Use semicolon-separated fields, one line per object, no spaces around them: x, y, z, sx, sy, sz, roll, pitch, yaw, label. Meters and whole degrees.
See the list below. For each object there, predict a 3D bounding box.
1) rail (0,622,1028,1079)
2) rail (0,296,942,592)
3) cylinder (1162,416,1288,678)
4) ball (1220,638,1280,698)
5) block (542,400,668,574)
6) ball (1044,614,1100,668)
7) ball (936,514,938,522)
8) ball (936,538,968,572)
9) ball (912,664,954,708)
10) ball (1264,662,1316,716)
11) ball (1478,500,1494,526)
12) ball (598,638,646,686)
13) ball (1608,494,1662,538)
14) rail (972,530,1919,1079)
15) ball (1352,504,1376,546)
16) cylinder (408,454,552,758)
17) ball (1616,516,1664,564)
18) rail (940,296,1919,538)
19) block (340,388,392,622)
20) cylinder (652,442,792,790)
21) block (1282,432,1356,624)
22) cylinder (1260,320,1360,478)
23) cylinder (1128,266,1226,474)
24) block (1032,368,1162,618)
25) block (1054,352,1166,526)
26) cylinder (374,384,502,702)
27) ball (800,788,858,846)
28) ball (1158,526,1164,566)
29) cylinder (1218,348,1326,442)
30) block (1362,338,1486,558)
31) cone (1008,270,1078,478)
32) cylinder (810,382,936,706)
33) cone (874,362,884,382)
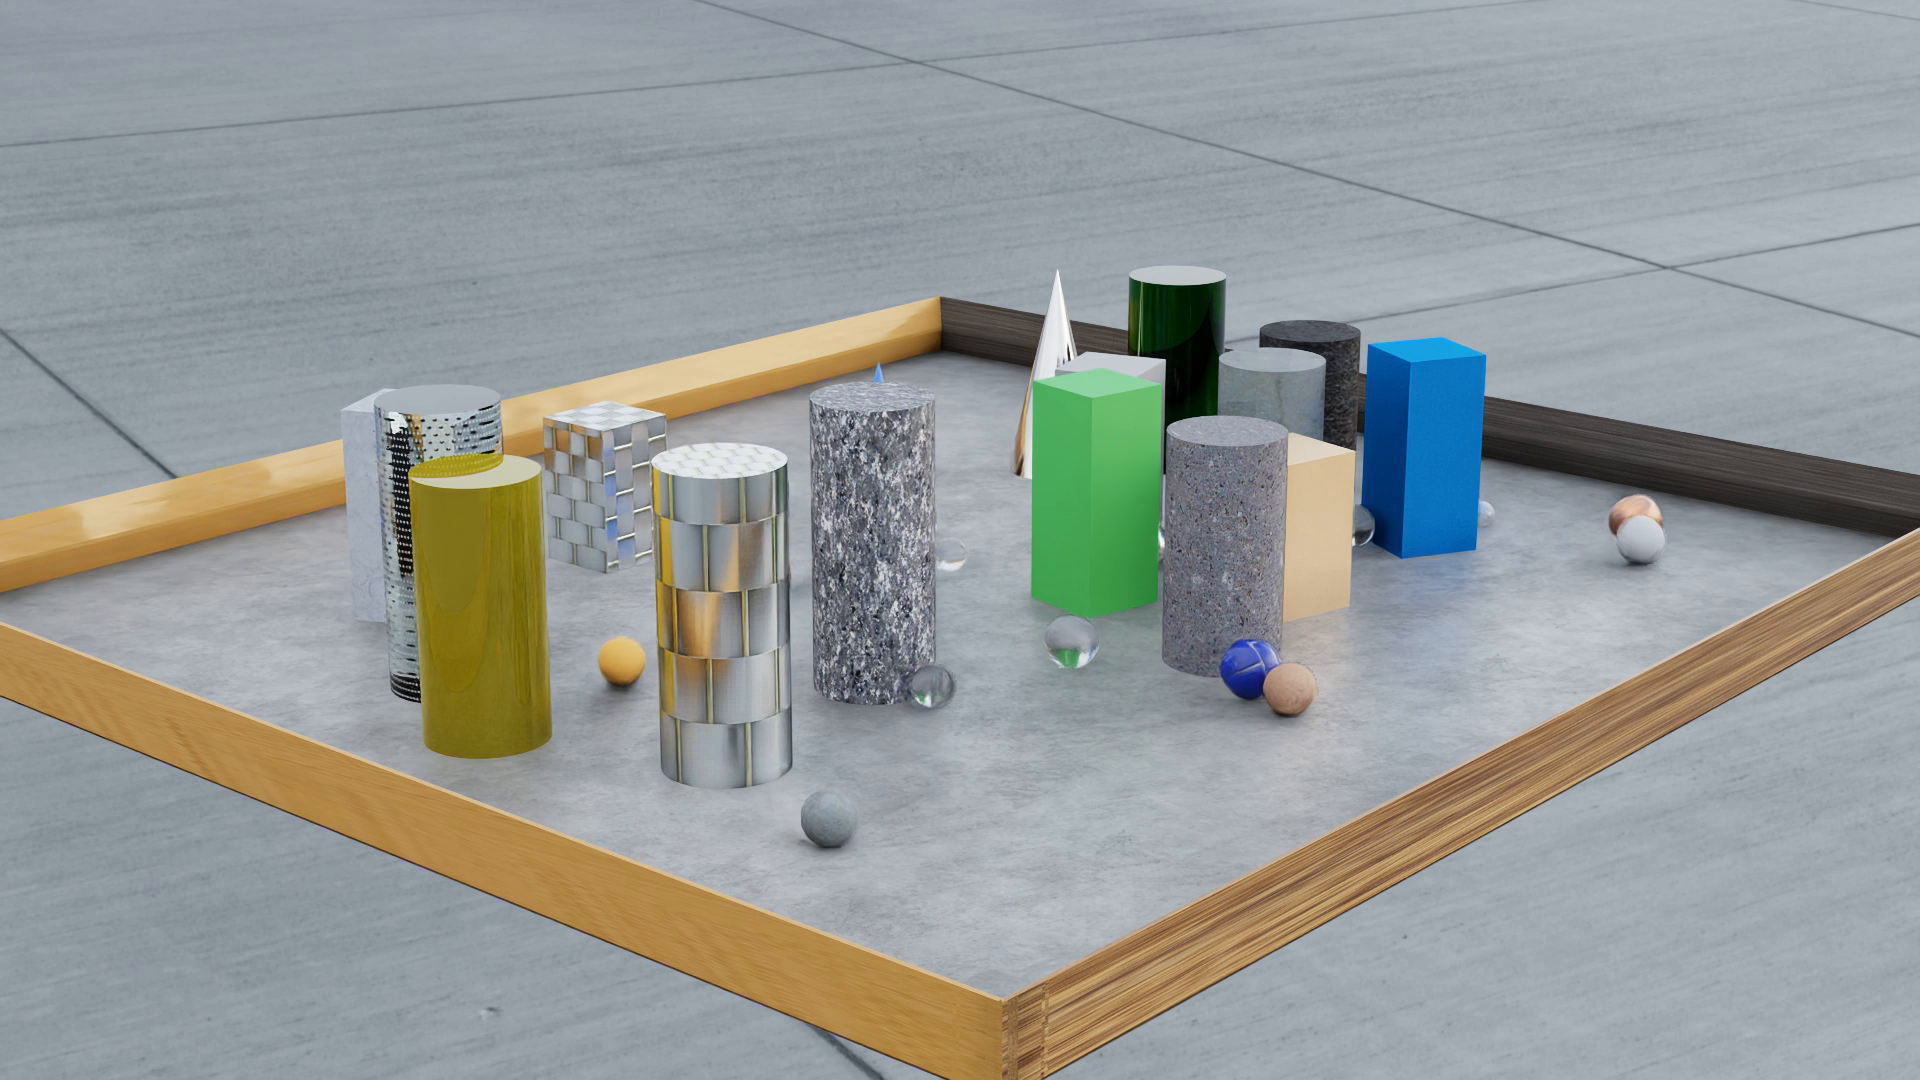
-0.900;0.331;4.128;2.551;0.127;0.045;14;22;39;rail
-0.945;-0.205;5.906;0.045;0.127;2.793;14;22;39;rail
0.428;0.009;4.750;0.195;0.385;0.195;0;17;0;cylinder
0.458;0.202;4.613;0.095;0.095;0.095;0;17;0;ball
-0.639;-0.097;5.311;0.156;0.265;0.156;14;21;38;block
0.181;0.164;4.751;0.088;0.088;0.088;0;17;0;ball
-0.073;-0.041;5.483;0.061;0.061;0.061;0;17;0;ball
-0.017;0.026;5.257;0.061;0.061;0.061;0;17;0;ball
-0.043;0.228;4.577;0.067;0.067;0.067;0;17;0;ball
0.511;0.231;4.541;0.081;0.081;0.081;0;17;0;ball
0.983;-0.049;5.527;0.049;0.049;0.049;0;17;0;ball
-0.539;0.194;4.673;0.076;0.076;0.076;0;17;0;ball
1.243;-0.035;5.394;0.097;0.097;0.097;0;17;0;ball
0.945;0.269;4.334;0.045;0.127;2.793;14;22;39;rail
0.727;-0.027;5.403;0.077;0.077;0.077;0;17;0;ball
-0.718;0.098;4.400;0.195;0.418;0.195;0;17;0;cylinder
1.229;-0.001;5.300;0.086;0.086;0.086;0;17;0;ball
0.900;-0.268;6.113;2.551;0.127;0.045;14;22;39;rail
-0.937;-0.056;4.997;0.156;0.368;0.156;5;17;16;block
-0.345;0.109;4.277;0.195;0.467;0.195;0;17;0;cylinder
0.564;-0.023;5.044;0.156;0.277;0.156;-12;21;-35;block
0.678;-0.250;5.719;0.195;0.323;0.195;0;17;0;cylinder
0.435;-0.344;5.918;0.195;0.387;0.195;0;17;0;cylinder
0.234;-0.083;5.051;0.156;0.388;0.156;-13;21;-36;block
0.274;-0.158;5.385;0.156;0.338;0.156;7;18;23;block
-0.811;0.006;4.619;0.195;0.468;0.195;0;17;0;cylinder
-0.181;0.383;4.041;0.080;0.080;0.080;0;17;0;ball
0.335;0.009;5.271;0.085;0.085;0.085;0;17;0;ball
0.570;-0.165;5.402;0.195;0.343;0.195;0;17;0;cylinder
0.848;-0.170;5.378;0.156;0.367;0.156;-6;18;-20;block
0.193;-0.342;5.874;0.195;0.409;0.195;0;17;0;cone
-0.136;0.004;4.616;0.195;0.473;0.195;0;17;0;cylinder
-0.141;-0.119;5.146;0.195;0.403;0.195;0;17;0;cone
